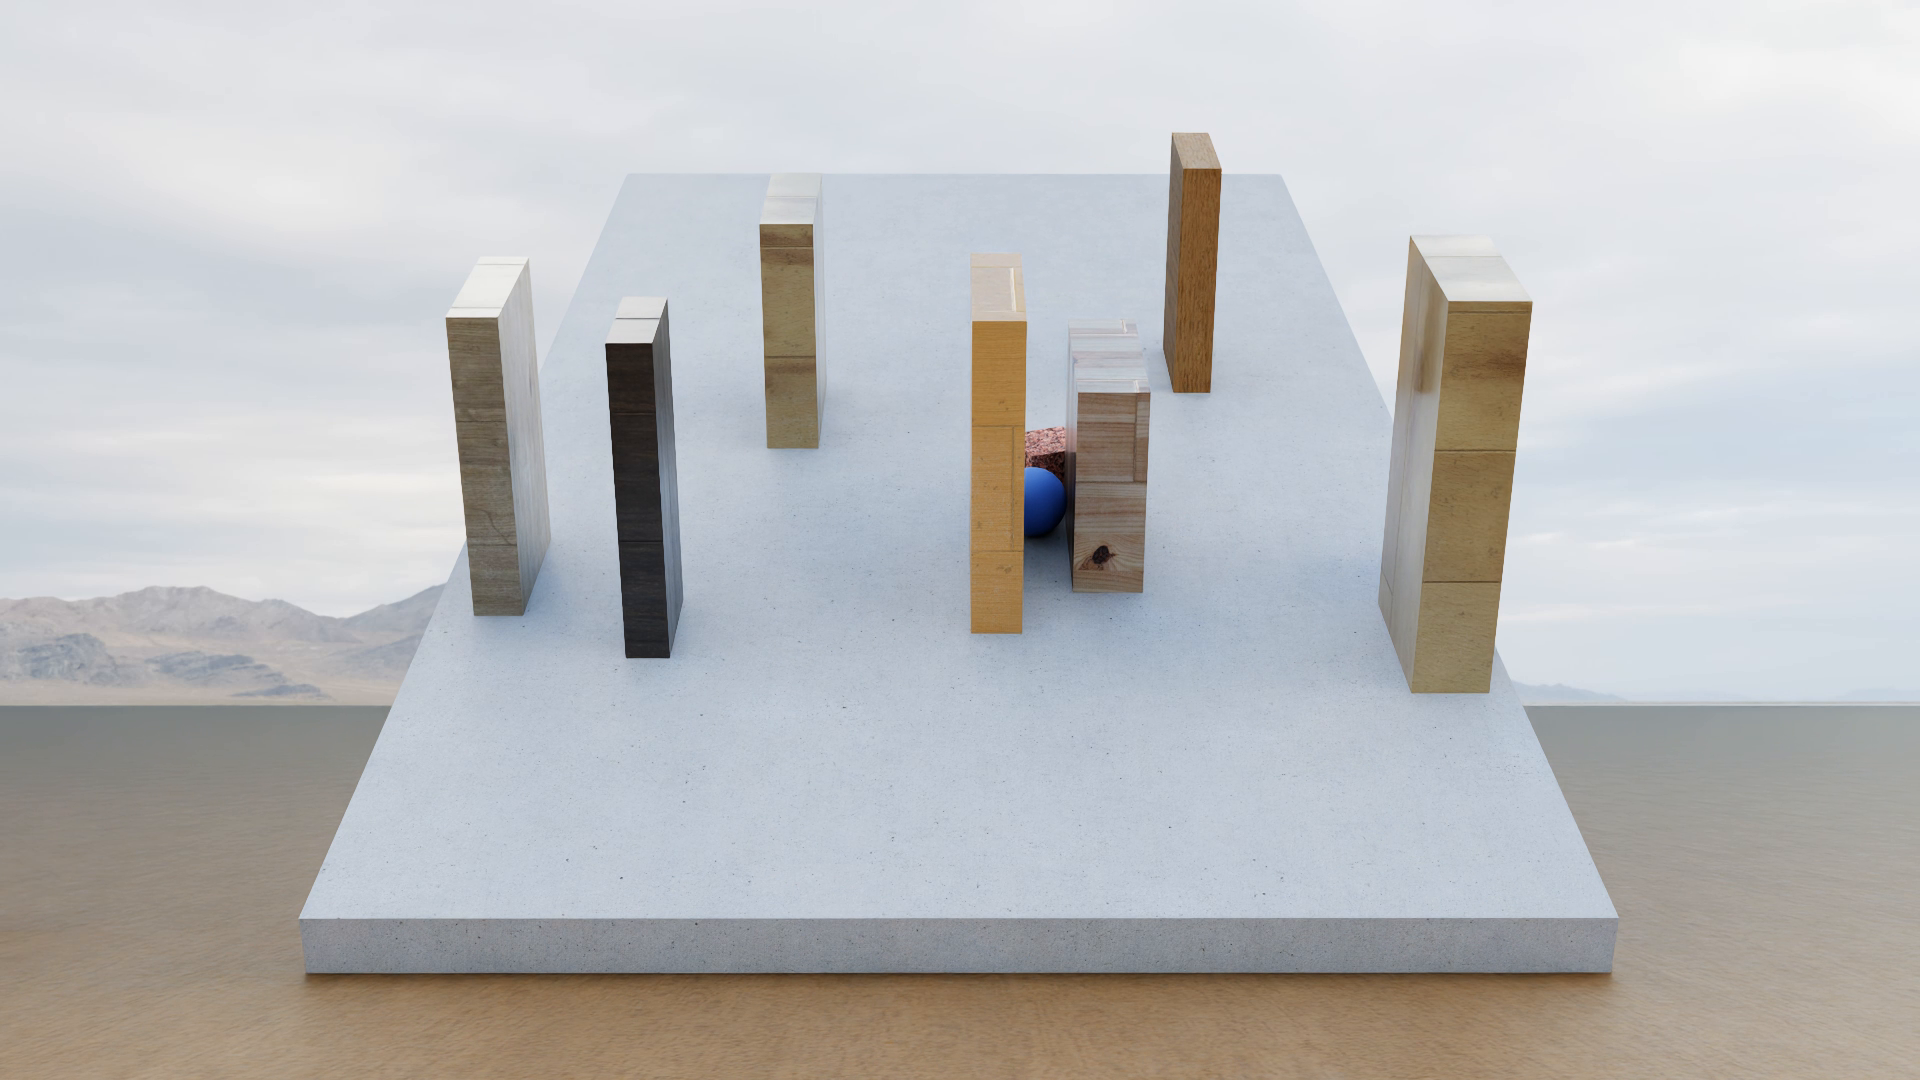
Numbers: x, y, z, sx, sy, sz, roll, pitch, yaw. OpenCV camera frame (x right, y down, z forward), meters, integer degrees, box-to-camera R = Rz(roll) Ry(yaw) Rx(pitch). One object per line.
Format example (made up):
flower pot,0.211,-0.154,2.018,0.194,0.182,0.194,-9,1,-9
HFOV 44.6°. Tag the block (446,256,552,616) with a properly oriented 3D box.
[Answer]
block,-0.879,-0.201,4.489,0.094,0.601,0.346,0,25,0

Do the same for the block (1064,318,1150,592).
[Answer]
block,0.287,-0.173,4.650,0.136,0.418,0.407,0,25,0

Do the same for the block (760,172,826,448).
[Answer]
block,-0.372,-0.520,5.271,0.114,0.518,0.390,0,25,0

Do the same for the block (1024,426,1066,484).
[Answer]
block,0.184,-0.151,4.945,0.127,0.127,0.127,-10,27,-20

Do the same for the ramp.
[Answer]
ramp,-0.009,-0.229,5.380,2.000,0.100,4.000,0,25,0

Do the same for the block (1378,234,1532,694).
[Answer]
block,0.877,-0.137,4.197,0.140,0.739,0.361,0,25,0

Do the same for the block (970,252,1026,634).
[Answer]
block,0.069,-0.187,4.441,0.096,0.620,0.385,0,25,0

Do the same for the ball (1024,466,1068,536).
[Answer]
ball,0.148,-0.078,4.774,0.141,0.141,0.141,0,-4,0

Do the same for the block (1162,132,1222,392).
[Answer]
block,0.546,-0.657,5.539,0.087,0.543,0.305,0,25,0

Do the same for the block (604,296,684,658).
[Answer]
block,-0.574,-0.113,4.284,0.081,0.615,0.243,0,25,0
